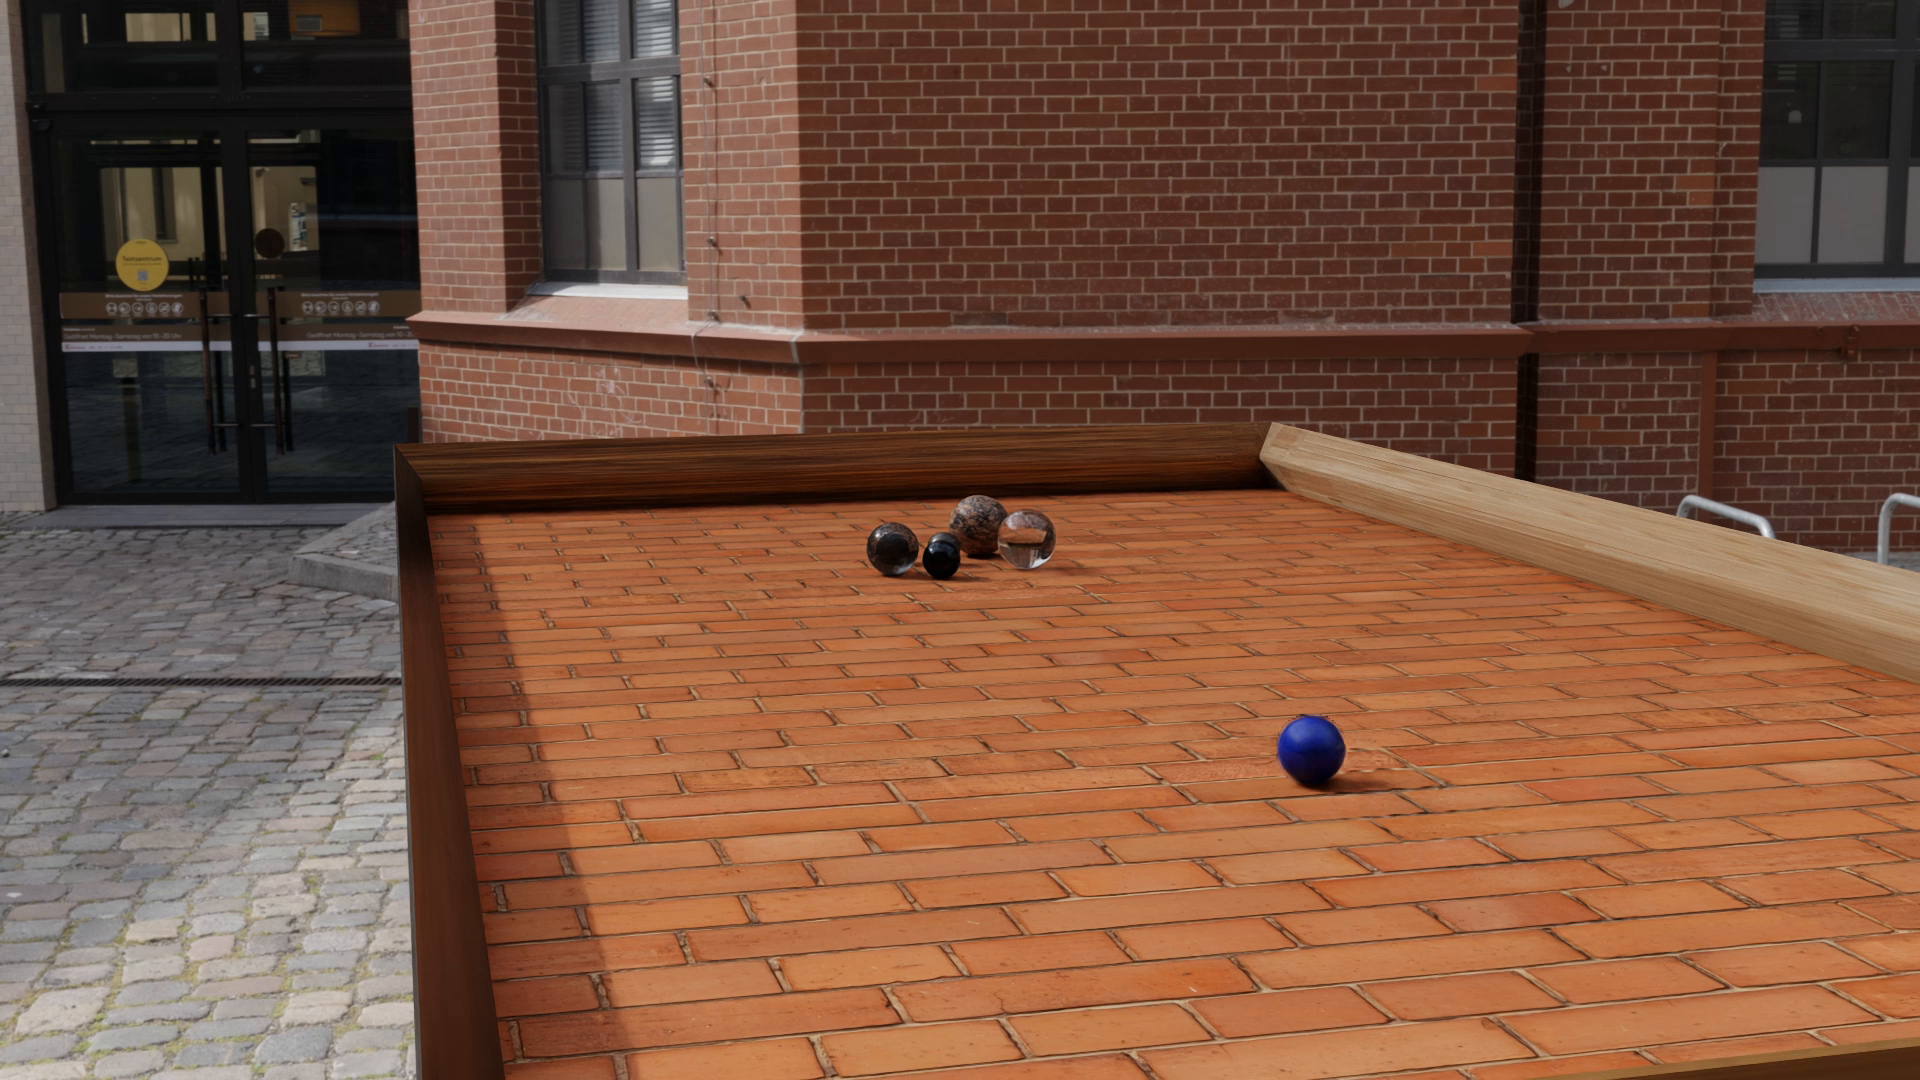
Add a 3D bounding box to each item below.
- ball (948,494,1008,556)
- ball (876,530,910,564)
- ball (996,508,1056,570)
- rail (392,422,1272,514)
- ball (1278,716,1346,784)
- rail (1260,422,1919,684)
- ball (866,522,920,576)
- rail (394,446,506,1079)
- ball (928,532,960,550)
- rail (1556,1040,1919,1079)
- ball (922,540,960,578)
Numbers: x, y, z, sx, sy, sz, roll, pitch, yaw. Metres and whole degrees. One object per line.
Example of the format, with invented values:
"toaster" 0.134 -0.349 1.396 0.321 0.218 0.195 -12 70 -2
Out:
"ball" 0.029 -0.022 3.399 0.095 0.095 0.095 0 8 0
"ball" -0.102 0.011 3.330 0.050 0.050 0.050 0 8 0
"ball" 0.099 -0.002 3.279 0.090 0.090 0.090 0 8 0
"rail" -0.188 -0.134 4.049 1.655 0.124 0.045 -2 9 -14
"ball" 0.326 0.195 2.042 0.063 0.063 0.063 0 8 0
"rail" 0.972 0.052 2.790 0.045 0.124 3.092 -2 9 -14
"ball" -0.099 0.013 3.223 0.078 0.078 0.078 0 8 0
"rail" -0.584 0.111 2.392 0.045 0.124 3.092 -2 9 -14
"ball" -0.025 0.013 3.314 0.051 0.051 0.051 0 8 0
"rail" 0.575 0.298 1.133 1.655 0.124 0.045 -2 9 -14
"ball" -0.027 0.028 3.194 0.056 0.056 0.056 0 8 0
